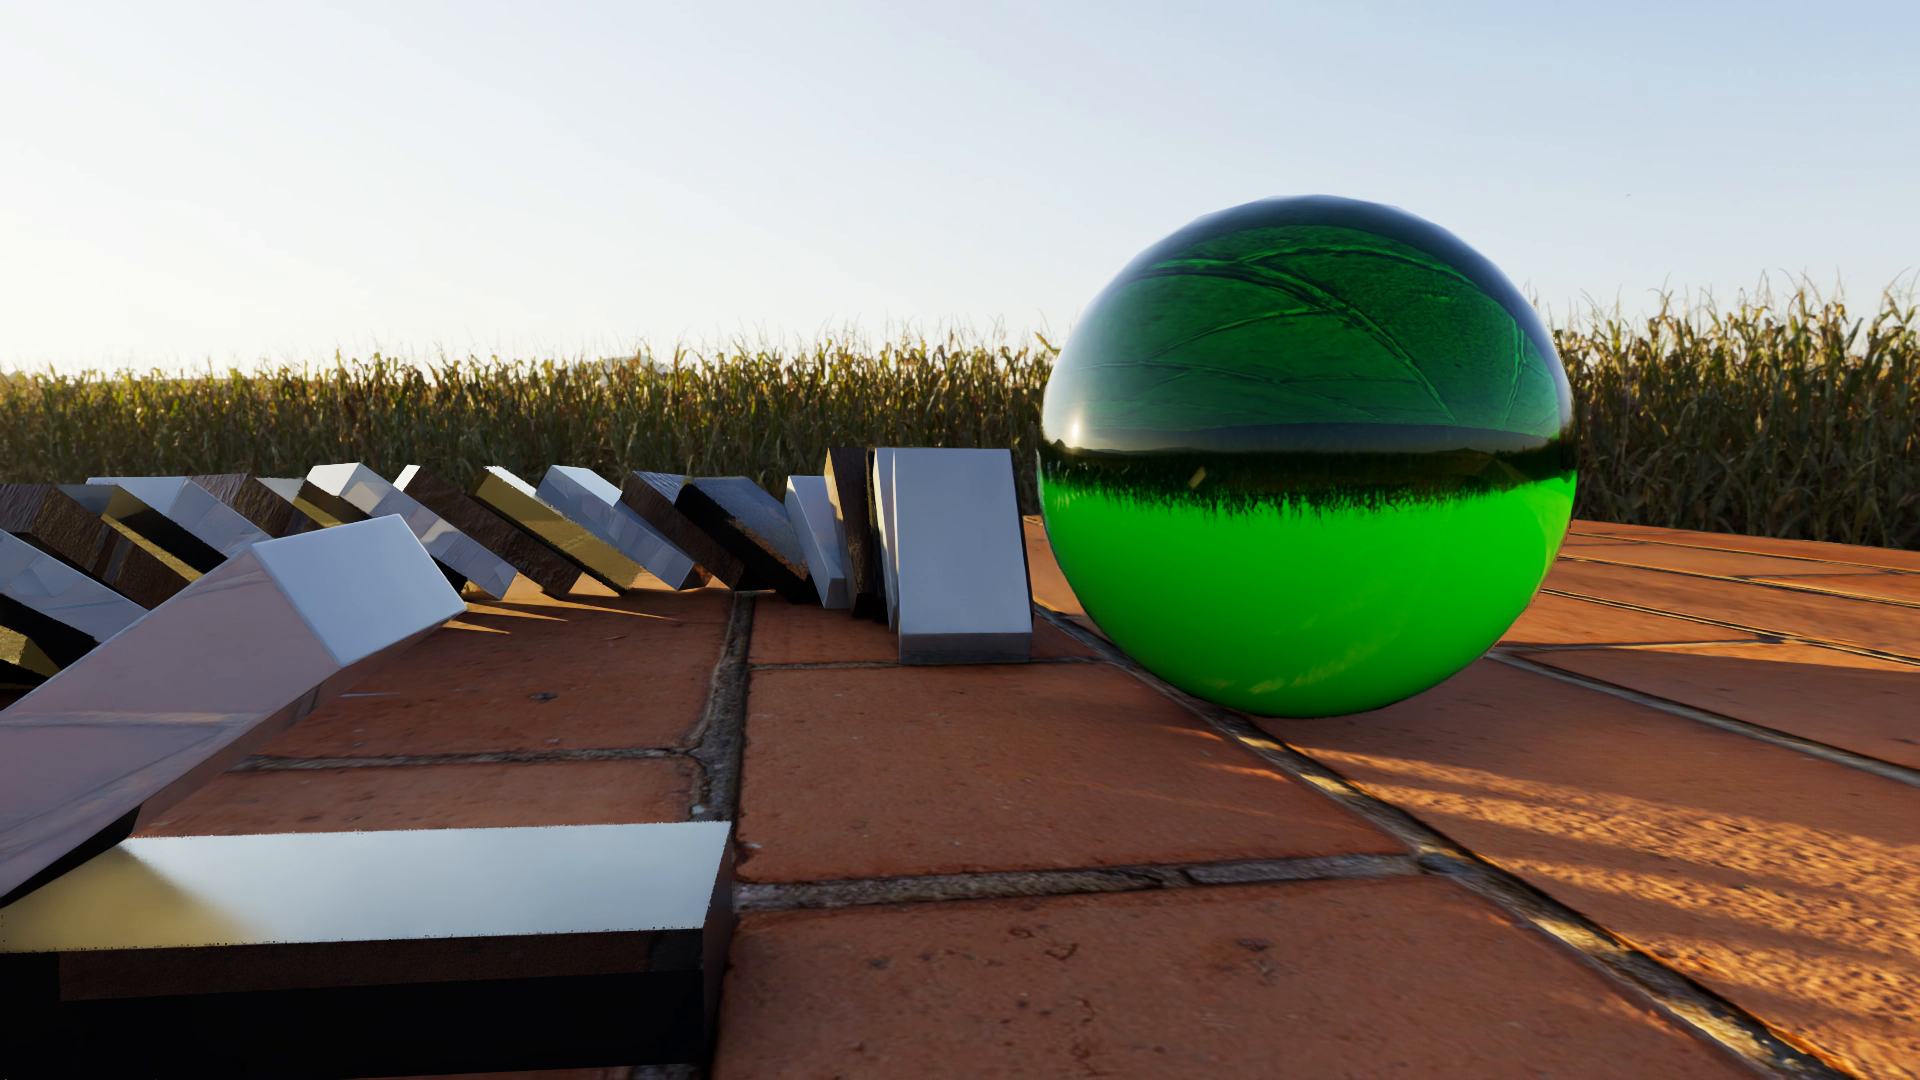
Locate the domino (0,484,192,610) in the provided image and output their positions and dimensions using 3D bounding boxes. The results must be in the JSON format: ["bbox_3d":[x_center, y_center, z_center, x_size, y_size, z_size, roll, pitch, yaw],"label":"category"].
[{"bbox_3d":[-0.165,0.007,0.241,0.025,0.010,0.050,0,-29,8],"label":"domino"}]

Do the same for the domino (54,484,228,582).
[{"bbox_3d":[-0.164,0.006,0.261,0.025,0.010,0.050,1,-28,15],"label":"domino"}]

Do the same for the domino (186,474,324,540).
[{"bbox_3d":[-0.156,0.002,0.294,0.025,0.009,0.050,-1,-29,19],"label":"domino"}]

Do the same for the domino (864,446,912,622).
[{"bbox_3d":[-0.010,-0.002,0.317,0.025,0.009,0.050,0,48,-9],"label":"domino"}]

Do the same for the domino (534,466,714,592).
[{"bbox_3d":[-0.095,-0.004,0.372,0.050,0.009,0.025,33,5,6],"label":"domino"}]

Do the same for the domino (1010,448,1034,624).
[{"bbox_3d":[0.002,0.000,0.290,0.025,0.010,0.050,0,48,-5],"label":"domino"}]

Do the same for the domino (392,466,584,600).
[{"bbox_3d":[-0.129,-0.002,0.350,0.050,0.009,0.025,38,-15,-27],"label":"domino"}]

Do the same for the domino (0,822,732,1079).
[{"bbox_3d":[-0.044,0.031,0.098,0.050,0.009,0.025,0,4,-6],"label":"domino"}]

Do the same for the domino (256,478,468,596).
[{"bbox_3d":[-0.149,0.002,0.315,0.025,0.010,0.050,3,-27,32],"label":"domino"}]

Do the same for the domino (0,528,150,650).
[{"bbox_3d":[-0.167,0.010,0.223,0.025,0.009,0.050,0,-25,7],"label":"domino"}]

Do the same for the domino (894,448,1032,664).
[{"bbox_3d":[0.000,0.002,0.262,0.025,0.010,0.050,0,48,-5],"label":"domino"}]

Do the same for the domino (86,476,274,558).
[{"bbox_3d":[-0.160,0.004,0.277,0.025,0.010,0.050,0,-29,16],"label":"domino"}]

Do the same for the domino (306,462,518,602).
[{"bbox_3d":[-0.142,-0.001,0.331,0.025,0.009,0.050,0,-32,40],"label":"domino"}]

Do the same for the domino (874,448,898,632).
[{"bbox_3d":[-0.006,-0.001,0.304,0.025,0.009,0.050,-1,48,-10],"label":"domino"}]

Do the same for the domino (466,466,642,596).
[{"bbox_3d":[-0.114,-0.003,0.364,0.050,0.009,0.025,34,-2,-11],"label":"domino"}]

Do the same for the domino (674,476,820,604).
[{"bbox_3d":[-0.054,-0.001,0.359,0.050,0.010,0.025,36,21,25],"label":"domino"}]

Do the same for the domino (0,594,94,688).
[{"bbox_3d":[-0.167,0.012,0.202,0.025,0.010,0.050,0,-22,4],"label":"domino"}]

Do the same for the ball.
[{"bbox_3d":[0.052,-0.012,0.199,0.080,0.080,0.080,0,4,0],"label":"ball"}]

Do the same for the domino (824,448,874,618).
[{"bbox_3d":[-0.019,-0.003,0.330,0.025,0.010,0.050,-1,49,-16],"label":"domino"}]

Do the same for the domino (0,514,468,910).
[{"bbox_3d":[-0.063,0.017,0.093,0.050,0.009,0.025,-34,7,0],"label":"domino"}]

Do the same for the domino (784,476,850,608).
[{"bbox_3d":[-0.030,0.000,0.347,0.025,0.010,0.050,0,33,-22],"label":"domino"}]

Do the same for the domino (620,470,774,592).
[{"bbox_3d":[-0.073,-0.003,0.373,0.050,0.009,0.025,35,15,25],"label":"domino"}]
